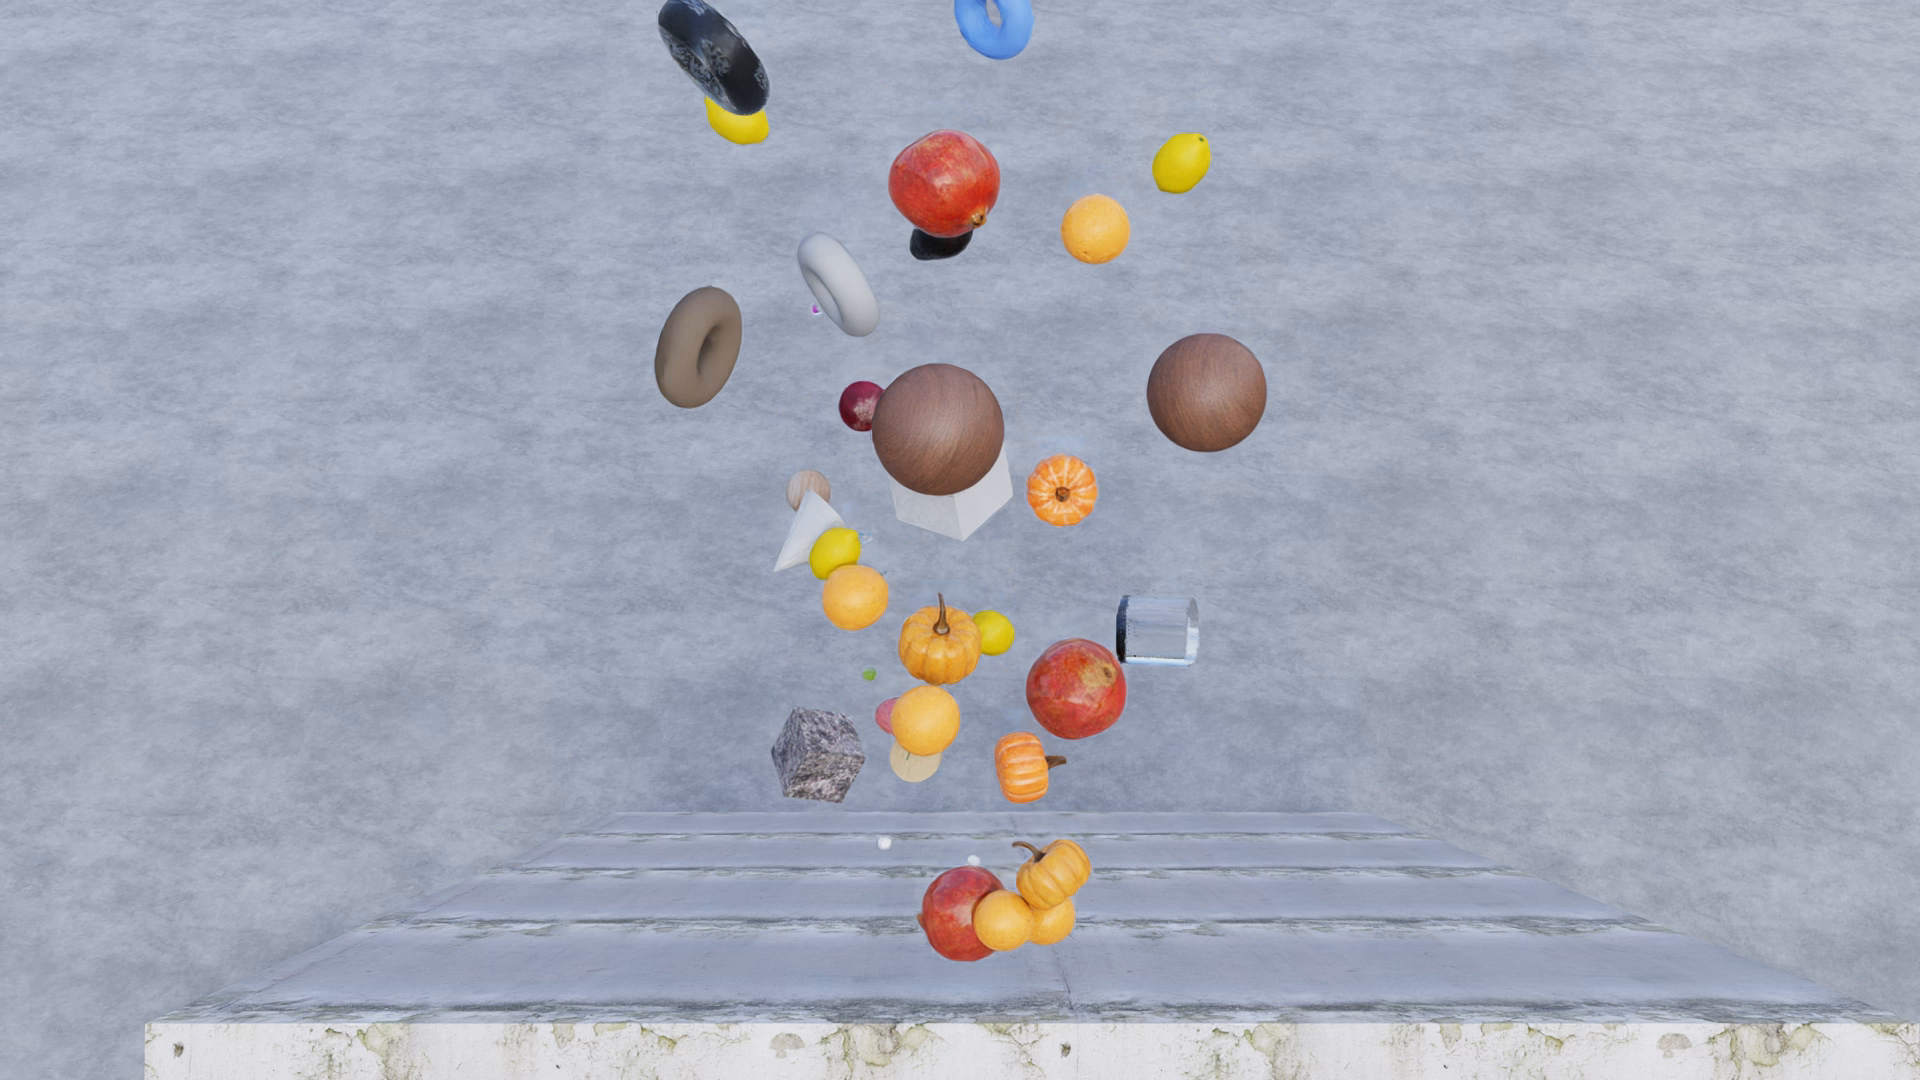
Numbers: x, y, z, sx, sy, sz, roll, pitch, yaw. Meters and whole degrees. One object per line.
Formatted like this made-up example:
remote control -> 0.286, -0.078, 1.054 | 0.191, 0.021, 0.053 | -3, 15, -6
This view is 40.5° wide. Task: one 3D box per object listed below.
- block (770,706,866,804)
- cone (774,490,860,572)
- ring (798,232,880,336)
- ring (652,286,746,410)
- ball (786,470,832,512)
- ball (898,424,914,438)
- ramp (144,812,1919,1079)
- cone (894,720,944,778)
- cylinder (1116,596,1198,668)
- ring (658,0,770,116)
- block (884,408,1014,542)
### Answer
block -> -0.185, 0.279, 3.375 | 0.082, 0.082, 0.082 | 10, 37, -28
cone -> -0.174, 0.006, 2.879 | 0.090, 0.090, 0.090 | -42, 49, -11
ring -> -0.120, -0.252, 2.570 | 0.038, 0.115, 0.115 | -34, 46, -11
ring -> -0.251, -0.185, 2.499 | 0.040, 0.121, 0.121 | 15, 39, 31
ball -> -0.173, -0.055, 2.972 | 0.052, 0.052, 0.052 | 0, 37, 0
ball -> -0.041, -0.101, 2.968 | 0.068, 0.068, 0.068 | 0, 37, 0
ramp -> 0.081, 0.685, 4.929 | 2.000, 0.100, 4.000 | 0, -3, 0
cone -> -0.058, 0.223, 2.793 | 0.060, 0.060, 0.060 | -22, 8, -27
cylinder -> 0.241, 0.111, 3.169 | 0.085, 0.085, 0.085 | 2, 36, 17
ring -> -0.229, -0.451, 2.422 | 0.044, 0.131, 0.131 | -44, 50, -10
block -> -0.012, -0.068, 2.658 | 0.086, 0.086, 0.086 | 18, 45, 35
